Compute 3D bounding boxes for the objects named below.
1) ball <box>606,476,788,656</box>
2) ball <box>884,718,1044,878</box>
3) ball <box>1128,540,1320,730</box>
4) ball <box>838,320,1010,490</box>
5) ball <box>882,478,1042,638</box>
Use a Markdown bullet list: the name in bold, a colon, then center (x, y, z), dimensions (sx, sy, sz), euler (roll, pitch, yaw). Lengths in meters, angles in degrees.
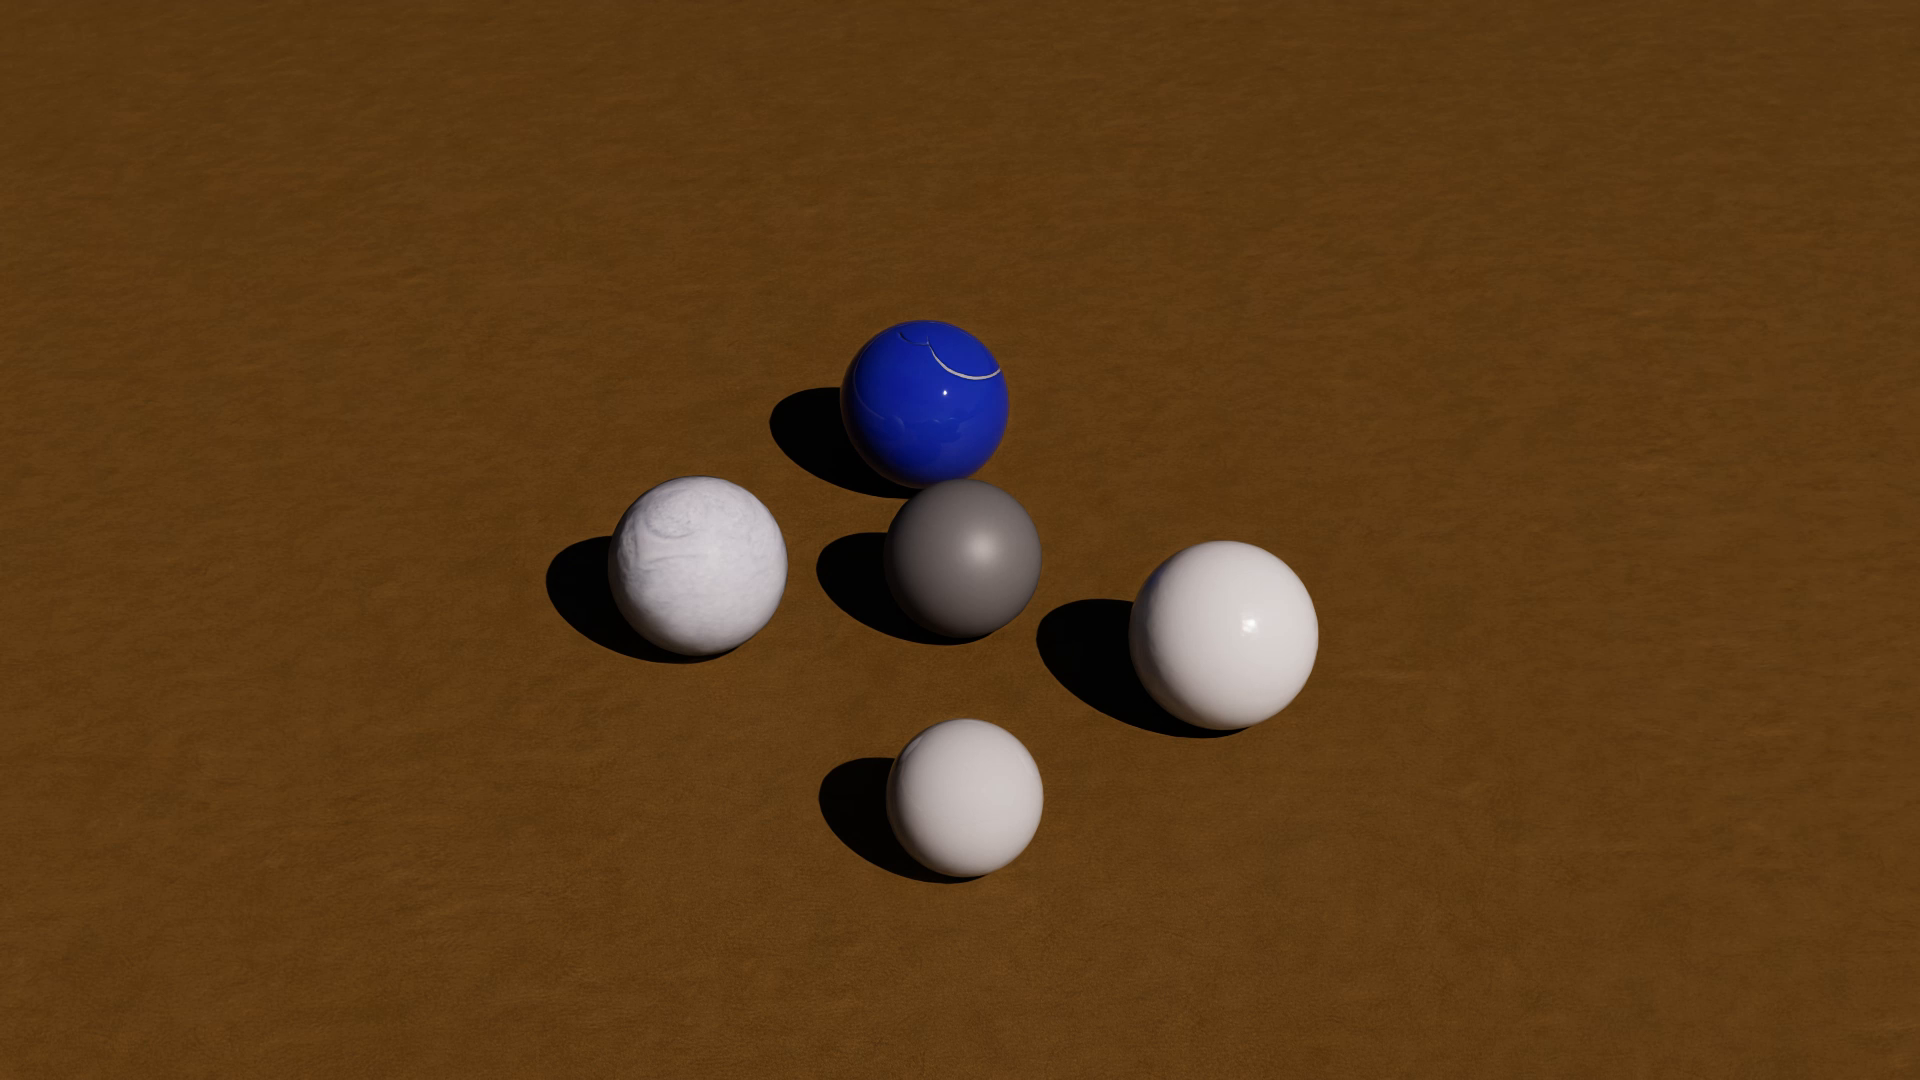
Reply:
- **ball**: center (-0.135, 0.013, 1.518), dimensions (0.093, 0.093, 0.093), euler (0, 32, 0)
- **ball**: center (0.002, 0.120, 1.367), dimensions (0.074, 0.074, 0.074), euler (0, 32, 0)
- **ball**: center (0.131, 0.047, 1.462), dimensions (0.095, 0.095, 0.095), euler (0, 32, 0)
- **ball**: center (-0.020, -0.076, 1.657), dimensions (0.096, 0.096, 0.096), euler (0, 32, 0)
- **ball**: center (0.001, 0.010, 1.533), dimensions (0.083, 0.083, 0.083), euler (0, 32, 0)
